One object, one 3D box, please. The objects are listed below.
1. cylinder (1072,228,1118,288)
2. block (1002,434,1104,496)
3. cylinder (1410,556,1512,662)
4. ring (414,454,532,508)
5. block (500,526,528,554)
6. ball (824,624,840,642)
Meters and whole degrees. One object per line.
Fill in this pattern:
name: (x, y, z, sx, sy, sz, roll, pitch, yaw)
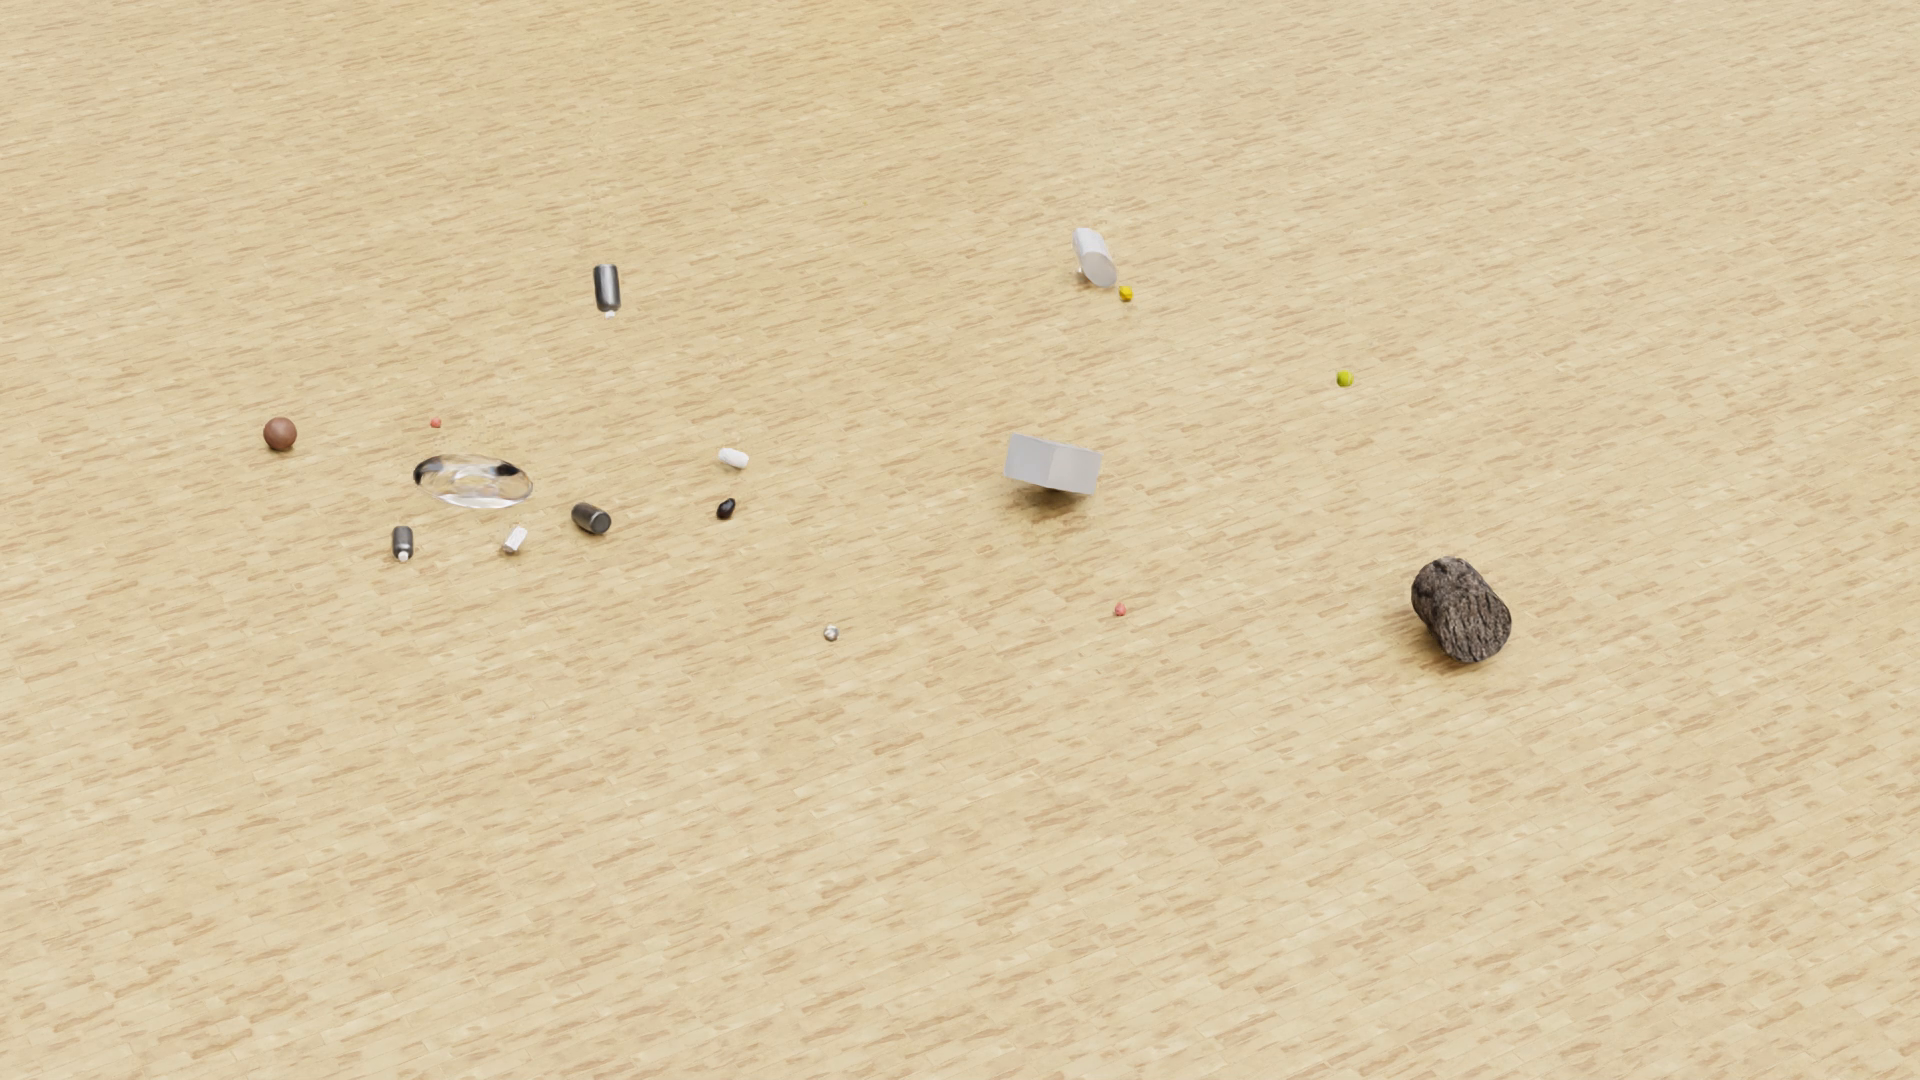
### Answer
cylinder: (0.578, -1.213, 12.578, 0.127, 0.223, 0.179, -32, 40, 14)
block: (0.352, -0.285, 11.088, 0.223, 0.162, 0.283, 17, 6, 42)
cylinder: (1.757, 0.242, 10.291, 0.259, 0.261, 0.329, -18, 25, -3)
ring: (-1.832, -0.222, 11.042, 0.479, 0.204, 0.127, 7, 29, -31)
block: (-1.648, -0.002, 10.833, 0.045, 0.093, 0.086, 37, 70, -13)
ball: (-0.399, 0.290, 9.109, 0.052, 0.052, 0.052, 0, 33, 0)
